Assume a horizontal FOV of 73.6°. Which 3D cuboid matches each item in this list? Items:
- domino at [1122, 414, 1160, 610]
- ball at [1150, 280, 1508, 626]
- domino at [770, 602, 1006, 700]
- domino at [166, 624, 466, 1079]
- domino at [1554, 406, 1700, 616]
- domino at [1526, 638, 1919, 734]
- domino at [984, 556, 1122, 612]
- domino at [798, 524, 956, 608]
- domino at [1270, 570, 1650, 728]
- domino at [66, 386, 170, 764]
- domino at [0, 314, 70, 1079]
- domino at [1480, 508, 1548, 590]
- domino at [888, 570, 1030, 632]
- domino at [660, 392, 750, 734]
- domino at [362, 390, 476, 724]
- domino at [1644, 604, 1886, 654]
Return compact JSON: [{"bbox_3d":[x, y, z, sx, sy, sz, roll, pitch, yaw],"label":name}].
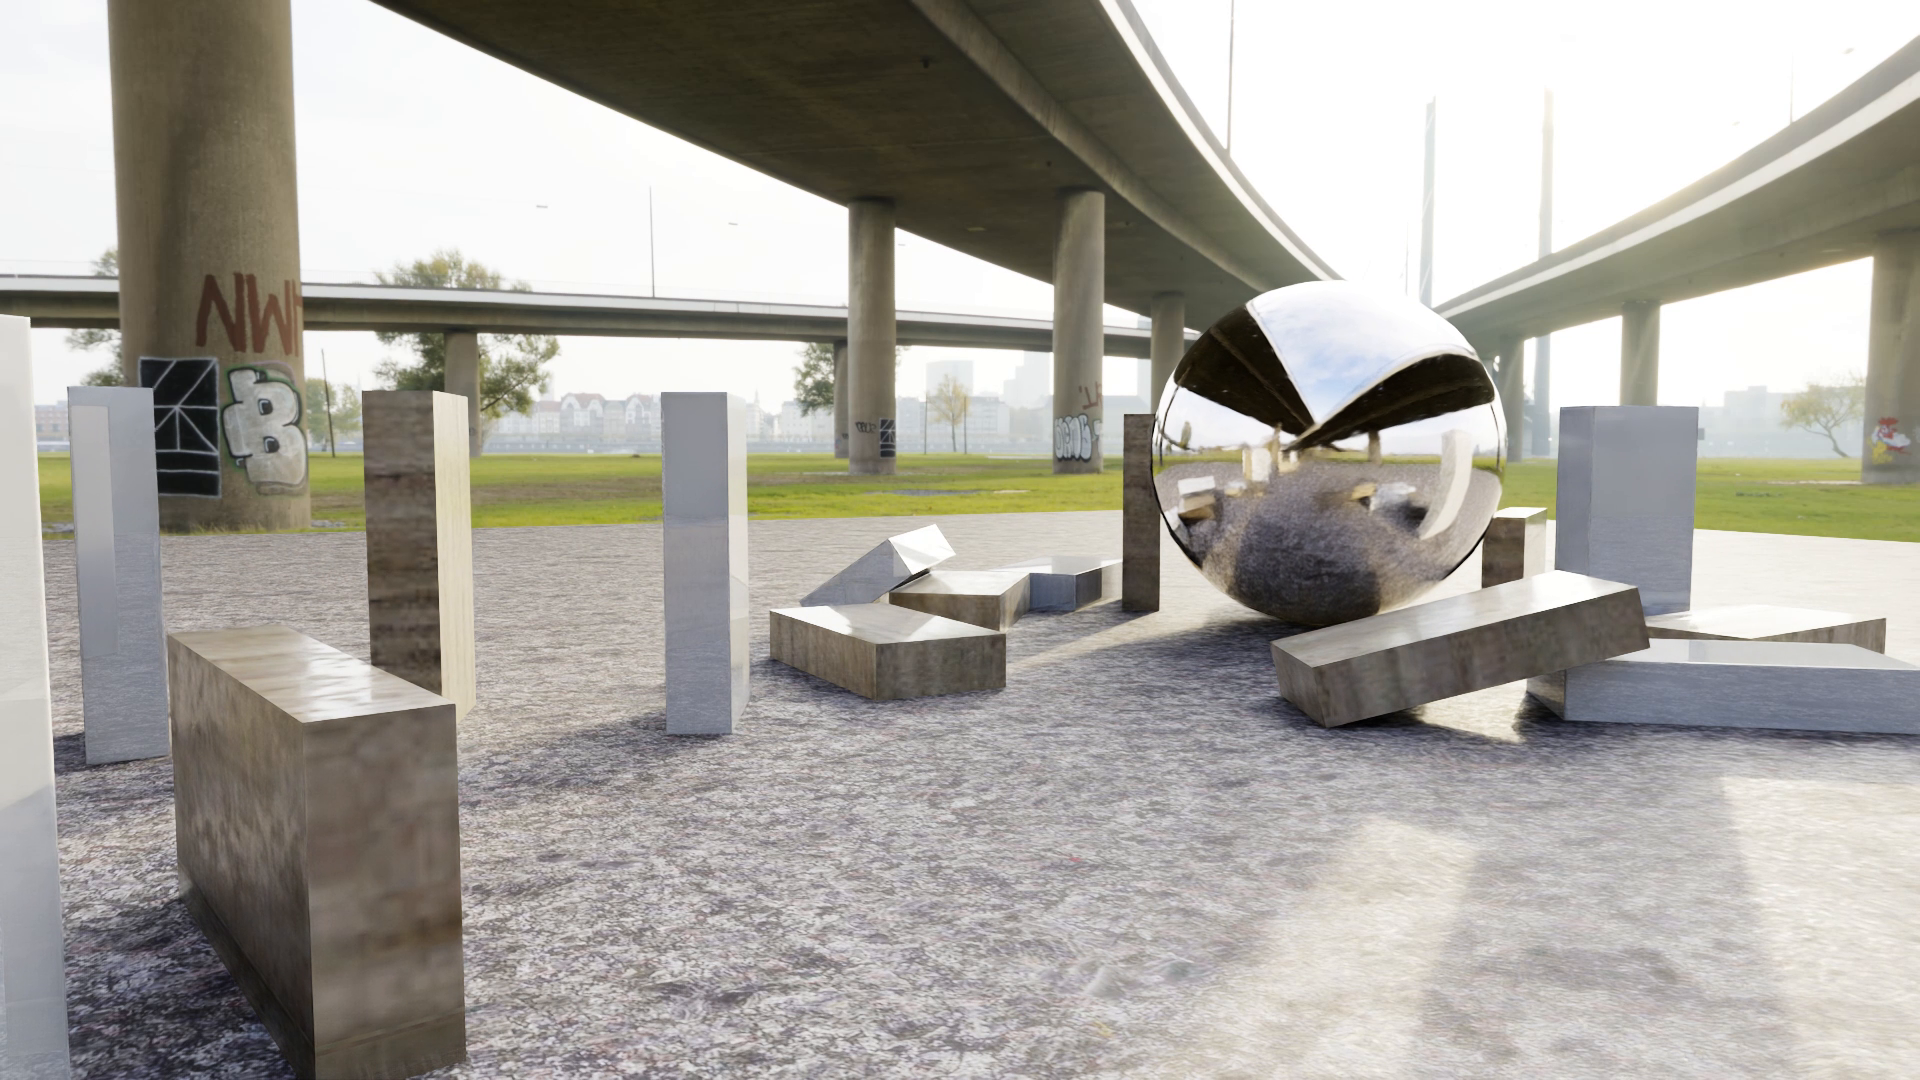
[{"bbox_3d":[0.048,-0.008,0.338,0.010,0.050,0.025,1,4,7],"label":"domino"},{"bbox_3d":[0.085,-0.020,0.300,0.080,0.080,0.080,0,4,0],"label":"ball"},{"bbox_3d":[-0.015,0.020,0.240,0.025,0.009,0.050,-2,5,-29],"label":"domino"},{"bbox_3d":[-0.054,0.022,0.104,0.010,0.025,0.050,-4,6,-40],"label":"domino"},{"bbox_3d":[0.134,-0.002,0.259,0.025,0.050,0.009,-1,4,-15],"label":"domino"},{"bbox_3d":[0.120,0.022,0.205,0.050,0.010,0.025,1,4,11],"label":"domino"},{"bbox_3d":[0.028,0.011,0.353,0.025,0.010,0.050,2,5,24],"label":"domino"},{"bbox_3d":[-0.018,0.009,0.305,0.025,0.009,0.050,-35,-3,11],"label":"domino"},{"bbox_3d":[0.078,0.017,0.204,0.050,0.010,0.025,-14,4,0],"label":"domino"},{"bbox_3d":[-0.119,0.004,0.181,0.010,0.050,0.025,-3,5,-32],"label":"domino"},{"bbox_3d":[-0.063,0.012,0.067,0.010,0.050,0.025,1,4,15],"label":"domino"},{"bbox_3d":[0.143,0.005,0.331,0.009,0.025,0.050,2,5,30],"label":"domino"},{"bbox_3d":[0.001,0.015,0.308,0.025,0.010,0.050,1,4,11],"label":"domino"},{"bbox_3d":[-0.039,0.003,0.199,0.010,0.050,0.025,0,4,-3],"label":"domino"},{"bbox_3d":[-0.082,0.003,0.195,0.010,0.050,0.025,-1,4,-10],"label":"domino"},{"bbox_3d":[0.149,0.020,0.242,0.050,0.010,0.025,-3,5,-32],"label":"domino"}]
